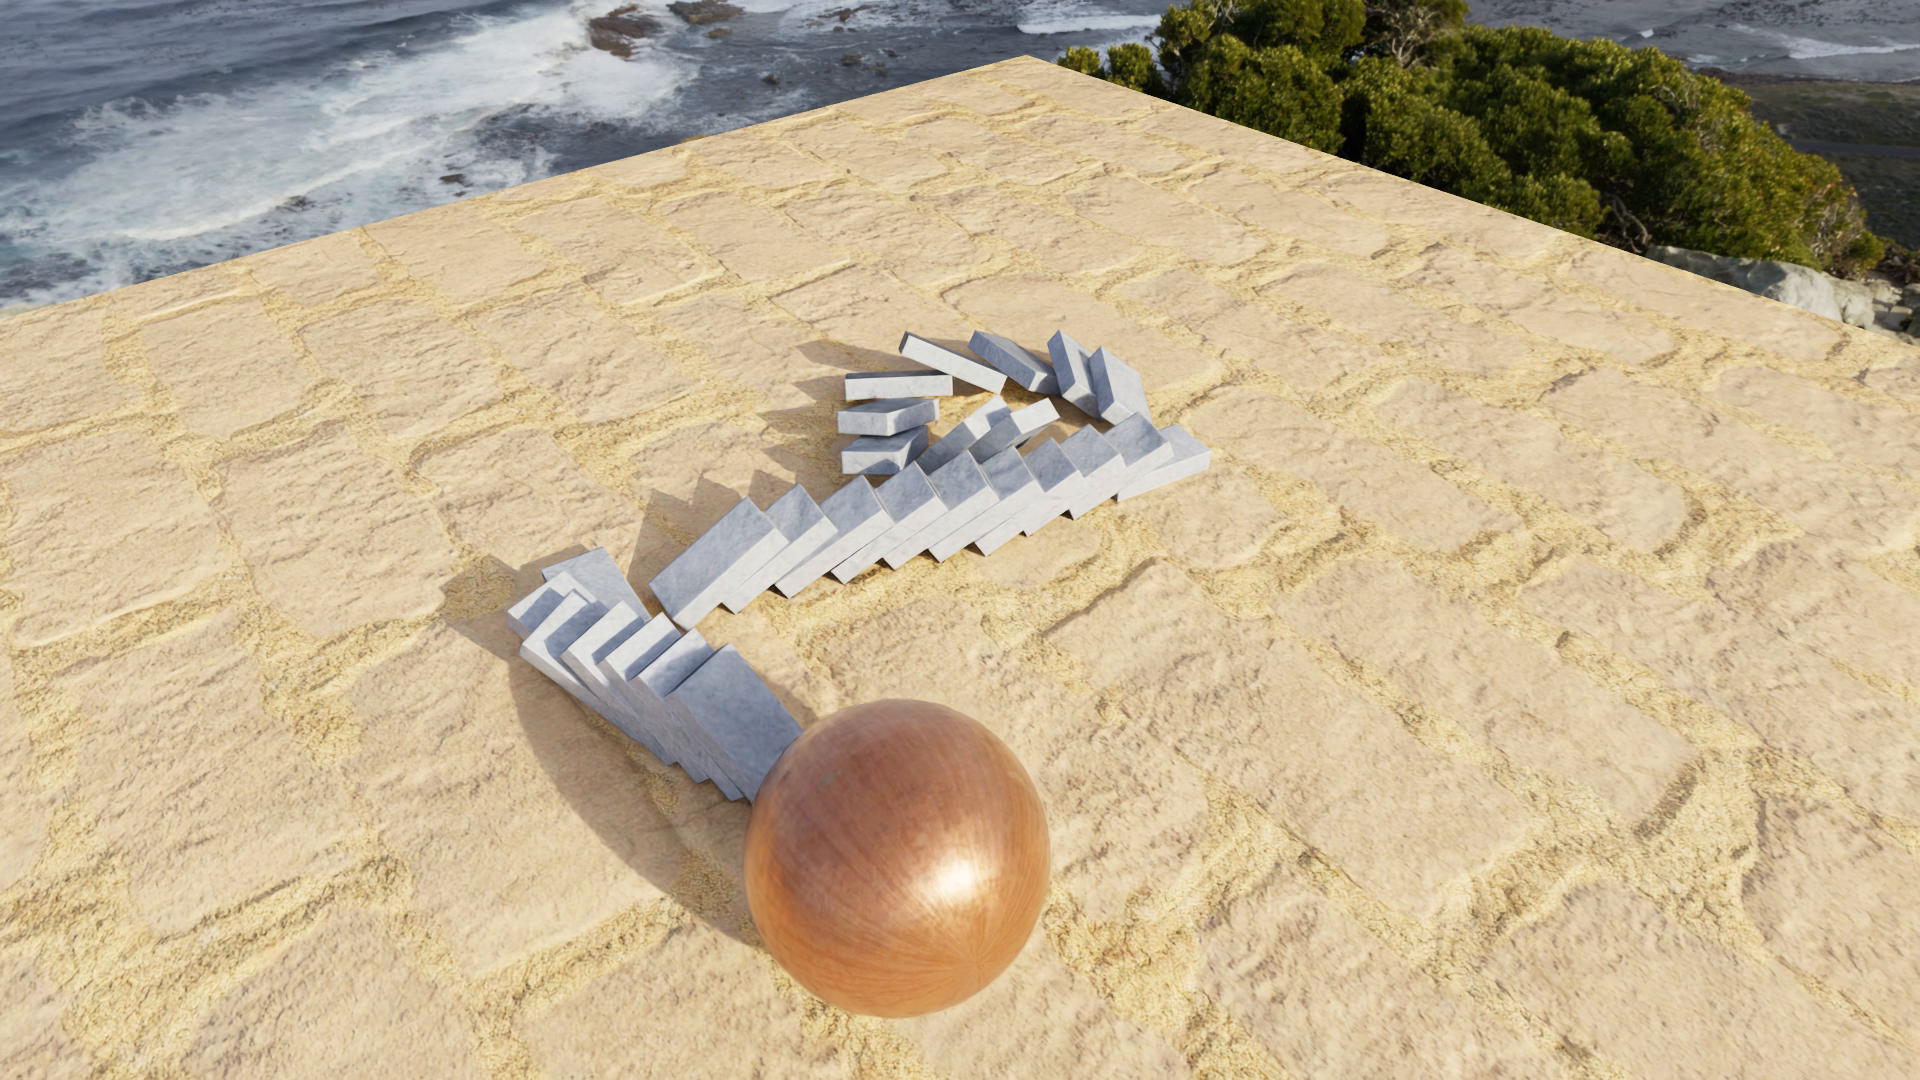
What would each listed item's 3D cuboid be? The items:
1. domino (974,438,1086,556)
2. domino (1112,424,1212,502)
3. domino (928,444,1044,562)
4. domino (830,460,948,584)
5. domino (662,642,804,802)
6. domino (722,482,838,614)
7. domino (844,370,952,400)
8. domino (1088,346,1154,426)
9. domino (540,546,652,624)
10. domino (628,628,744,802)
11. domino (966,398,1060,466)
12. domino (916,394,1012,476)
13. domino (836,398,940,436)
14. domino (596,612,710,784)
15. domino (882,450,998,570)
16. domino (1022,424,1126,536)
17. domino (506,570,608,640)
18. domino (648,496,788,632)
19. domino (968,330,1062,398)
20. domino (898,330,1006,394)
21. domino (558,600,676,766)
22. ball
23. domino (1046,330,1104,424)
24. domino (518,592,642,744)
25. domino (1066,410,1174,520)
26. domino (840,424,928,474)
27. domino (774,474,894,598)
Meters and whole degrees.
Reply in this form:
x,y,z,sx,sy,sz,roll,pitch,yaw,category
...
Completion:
x,y,z,sx,sy,sz,roll,pitch,yaw,category
0.024,-0.018,0.447,0.050,0.009,0.025,-36,44,4,domino
0.083,-0.035,0.486,0.050,0.010,0.025,-20,43,-22,domino
0.007,-0.015,0.442,0.050,0.010,0.025,-33,45,6,domino
-0.032,-0.007,0.434,0.050,0.009,0.025,-35,44,4,domino
-0.067,0.060,0.345,0.050,0.010,0.025,52,49,-8,domino
-0.074,0.003,0.423,0.050,0.010,0.025,-40,48,-3,domino
-0.030,-0.075,0.527,0.050,0.010,0.025,-3,15,-4,domino
0.075,-0.069,0.517,0.025,0.009,0.050,30,33,-23,domino
-0.137,0.024,0.415,0.025,0.010,0.050,-23,45,-26,domino
-0.079,0.055,0.351,0.050,0.010,0.025,51,48,-8,domino
0.017,-0.041,0.462,0.025,0.050,0.009,-28,85,-43,domino
-0.002,-0.042,0.467,0.009,0.050,0.025,52,51,-4,domino
-0.031,-0.056,0.494,0.025,0.009,0.050,5,16,24,domino
-0.091,0.051,0.356,0.050,0.010,0.025,52,48,-8,domino
-0.012,-0.012,0.438,0.050,0.010,0.025,-34,45,6,domino
0.041,-0.025,0.459,0.050,0.009,0.025,-35,46,-2,domino
-0.130,0.036,0.384,0.050,0.010,0.025,40,49,6,domino
-0.092,0.009,0.415,0.050,0.009,0.025,-42,48,-6,domino
0.029,-0.087,0.541,0.025,0.009,0.050,4,28,-44,domino
-0.004,-0.085,0.525,0.050,0.010,0.025,21,13,-12,domino
-0.104,0.047,0.361,0.050,0.010,0.025,49,48,-10,domino
-0.016,0.082,0.288,0.080,0.080,0.080,0,39,0,ball
0.058,-0.079,0.530,0.025,0.010,0.050,30,30,-27,domino
-0.119,0.043,0.369,0.050,0.010,0.025,38,50,-6,domino
0.062,-0.032,0.467,0.050,0.010,0.025,-32,46,-1,domino
-0.032,-0.040,0.477,0.025,0.010,0.050,2,19,12,domino
-0.052,-0.002,0.428,0.050,0.010,0.025,-35,44,2,domino
